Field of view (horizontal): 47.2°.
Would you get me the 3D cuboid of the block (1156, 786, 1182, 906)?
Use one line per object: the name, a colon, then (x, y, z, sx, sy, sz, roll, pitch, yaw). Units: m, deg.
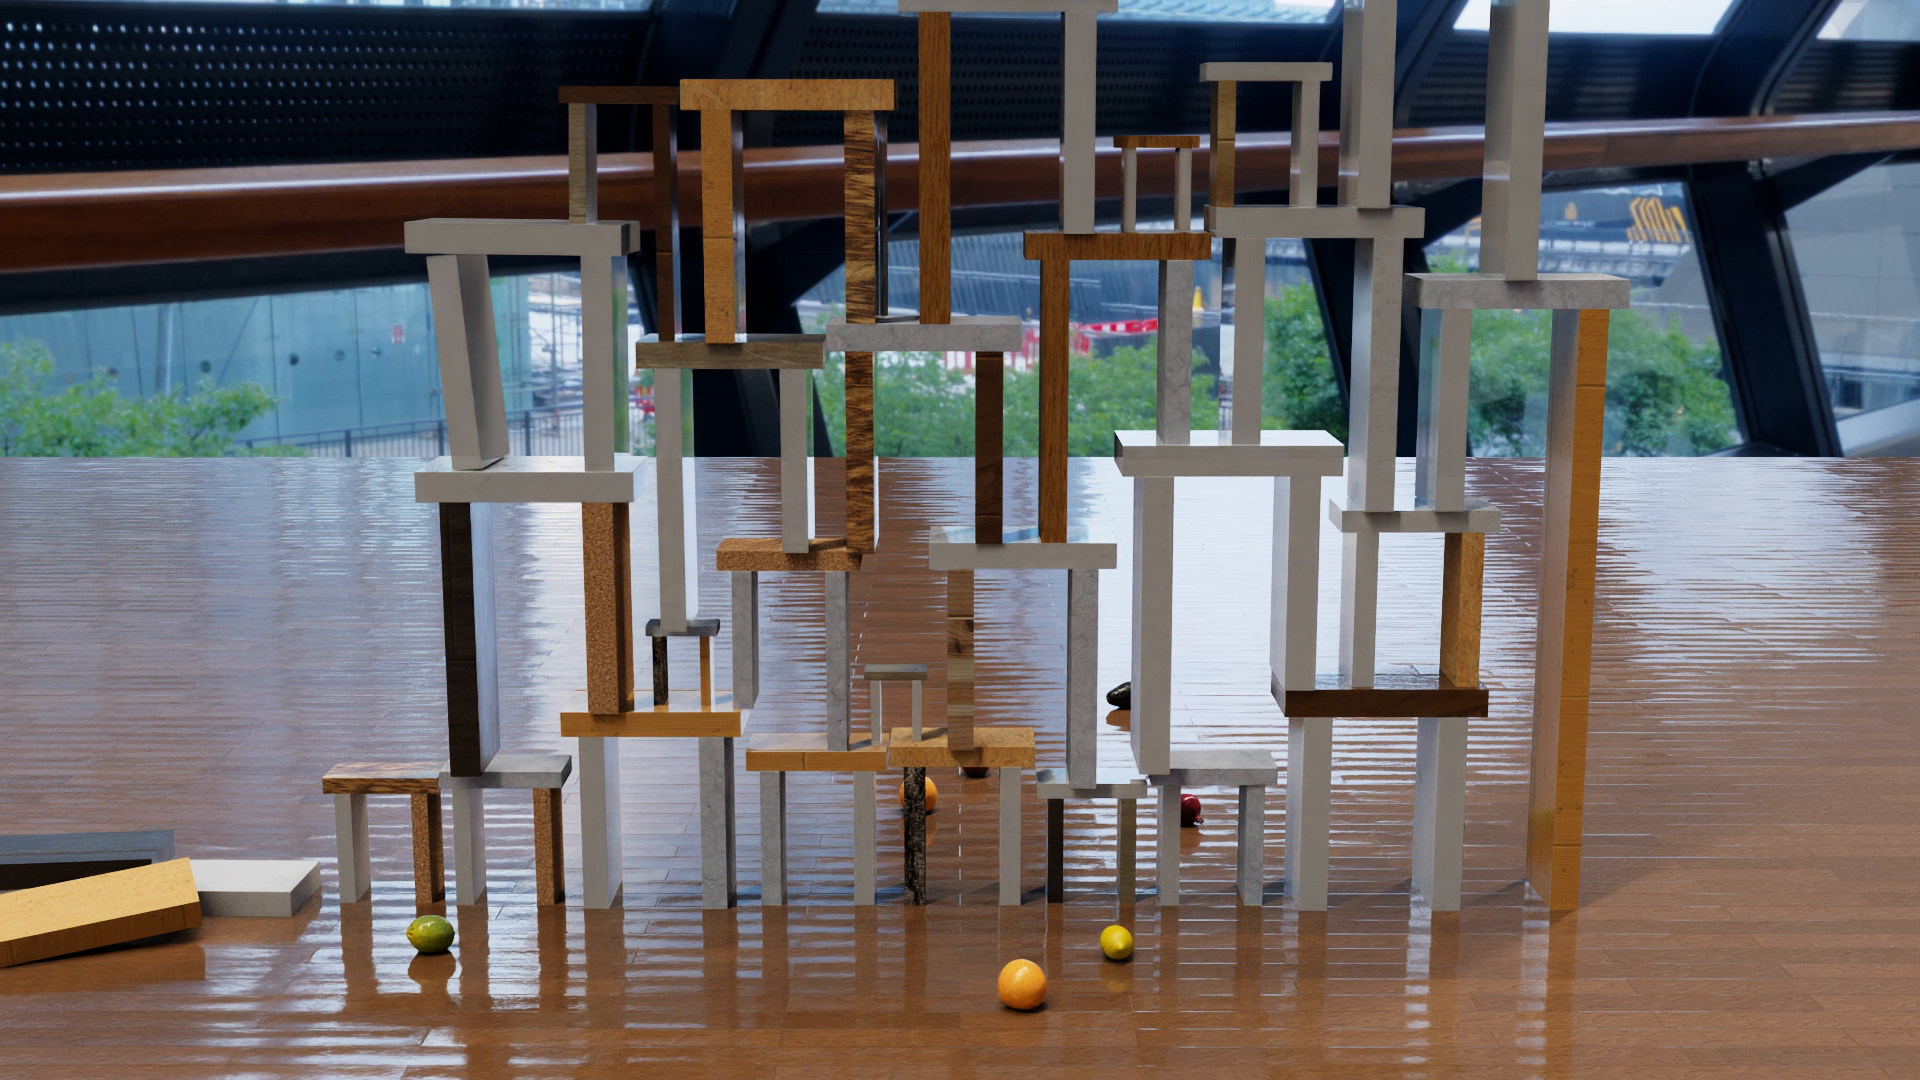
block: (0.345, 0.490, 3.645, 0.029, 0.205, 0.103, 0, 11, 0)

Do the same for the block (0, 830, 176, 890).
block: (-1.476, 0.530, 3.639, 0.306, 0.043, 0.153, -1, 11, -7)

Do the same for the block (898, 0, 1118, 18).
block: (0.073, -0.838, 3.405, 0.333, 0.047, 0.166, 0, 11, 0)

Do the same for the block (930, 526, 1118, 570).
block: (0.100, 0.012, 3.561, 0.298, 0.042, 0.149, 0, 11, 0)

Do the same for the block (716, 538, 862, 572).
block: (-0.275, 0.023, 3.567, 0.228, 0.032, 0.114, 0, 11, 0)

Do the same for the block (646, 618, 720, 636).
block: (-0.451, 0.143, 3.585, 0.115, 0.016, 0.058, 0, 11, 0)

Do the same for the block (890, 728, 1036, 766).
block: (0.004, 0.341, 3.626, 0.236, 0.033, 0.118, 0, 11, 0)

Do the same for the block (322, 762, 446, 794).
block: (-0.946, 0.393, 3.633, 0.187, 0.027, 0.094, 0, 11, 0)

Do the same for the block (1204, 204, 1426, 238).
block: (0.554, -0.503, 3.464, 0.321, 0.046, 0.161, 0, 11, -1)

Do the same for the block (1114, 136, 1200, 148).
block: (0.308, -0.624, 3.446, 0.130, 0.018, 0.065, 0, 11, -1)

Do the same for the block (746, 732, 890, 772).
block: (-0.233, 0.349, 3.625, 0.229, 0.032, 0.114, 0, 11, 0)

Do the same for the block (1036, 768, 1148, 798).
block: (0.216, 0.402, 3.633, 0.179, 0.025, 0.090, 0, 11, 0)

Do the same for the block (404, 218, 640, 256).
block: (-0.688, -0.480, 3.479, 0.337, 0.048, 0.168, 1, 11, 1)

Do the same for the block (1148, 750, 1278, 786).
block: (0.413, 0.375, 3.621, 0.205, 0.029, 0.103, 0, 11, 0)

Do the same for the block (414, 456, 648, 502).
block: (-0.685, -0.098, 3.542, 0.344, 0.049, 0.172, 0, 11, 0)

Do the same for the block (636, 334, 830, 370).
block: (-0.360, -0.301, 3.507, 0.293, 0.042, 0.147, 0, 11, 0)

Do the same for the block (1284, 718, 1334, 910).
block: (0.576, 0.430, 3.638, 0.046, 0.326, 0.163, 0, 11, 0)

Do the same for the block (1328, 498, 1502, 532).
block: (0.732, -0.041, 3.549, 0.252, 0.036, 0.126, 0, 11, 0)

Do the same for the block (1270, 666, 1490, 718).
block: (0.684, 0.247, 3.604, 0.326, 0.046, 0.163, 0, 11, 0)

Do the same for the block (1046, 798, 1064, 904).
block: (0.157, 0.502, 3.652, 0.025, 0.179, 0.090, 0, 11, 0)

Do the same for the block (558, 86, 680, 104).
block: (-0.526, -0.694, 3.429, 0.184, 0.026, 0.092, 1, 11, 1)

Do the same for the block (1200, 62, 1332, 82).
block: (0.475, -0.728, 3.421, 0.193, 0.027, 0.096, 0, 11, 0)

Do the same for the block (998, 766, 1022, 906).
block: (0.083, 0.474, 3.650, 0.033, 0.236, 0.118, 0, 11, 0)

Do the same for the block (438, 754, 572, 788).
block: (-0.748, 0.381, 3.626, 0.199, 0.028, 0.099, 0, 11, 0)

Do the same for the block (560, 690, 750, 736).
block: (-0.498, 0.284, 3.612, 0.291, 0.041, 0.145, 0, 11, 0)

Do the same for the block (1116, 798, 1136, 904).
block: (0.276, 0.502, 3.652, 0.025, 0.179, 0.090, 0, 11, 0)

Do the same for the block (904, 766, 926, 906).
block: (-0.075, 0.474, 3.650, 0.033, 0.236, 0.118, 0, 11, 0)

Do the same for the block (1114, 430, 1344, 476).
block: (0.427, -0.139, 3.528, 0.346, 0.049, 0.173, 0, 11, -1)

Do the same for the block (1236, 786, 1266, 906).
block: (0.482, 0.490, 3.646, 0.029, 0.205, 0.103, 0, 11, 0)

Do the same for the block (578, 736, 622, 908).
block: (-0.595, 0.447, 3.642, 0.041, 0.291, 0.145, 0, 11, 0)

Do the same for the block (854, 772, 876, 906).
block: (-0.157, 0.477, 3.649, 0.032, 0.229, 0.114, 0, 11, 0)

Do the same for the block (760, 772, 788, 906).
block: (-0.309, 0.477, 3.649, 0.032, 0.229, 0.114, 0, 11, 0)

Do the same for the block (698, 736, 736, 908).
block: (-0.401, 0.447, 3.642, 0.041, 0.291, 0.145, 0, 11, 0)

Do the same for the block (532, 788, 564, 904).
block: (-0.682, 0.493, 3.647, 0.028, 0.199, 0.099, 0, 11, 0)

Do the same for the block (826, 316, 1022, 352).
block: (-0.055, -0.328, 3.494, 0.304, 0.043, 0.152, 0, 11, 0)

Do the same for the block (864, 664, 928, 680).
block: (-0.105, 0.217, 3.602, 0.103, 0.015, 0.051, 0, 11, 0)

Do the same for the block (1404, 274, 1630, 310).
block: (0.879, -0.395, 3.488, 0.319, 0.045, 0.160, 0, 11, 0)

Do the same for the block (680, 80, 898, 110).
block: (-0.263, -0.694, 3.431, 0.326, 0.046, 0.163, 0, 11, 0)

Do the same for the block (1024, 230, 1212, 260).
block: (0.245, -0.466, 3.469, 0.287, 0.041, 0.144, 0, 11, 0)

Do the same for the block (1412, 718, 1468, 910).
block: (0.793, 0.430, 3.638, 0.046, 0.326, 0.163, 0, 11, 0)

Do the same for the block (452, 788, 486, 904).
block: (-0.813, 0.493, 3.647, 0.028, 0.199, 0.099, 0, 11, 0)
